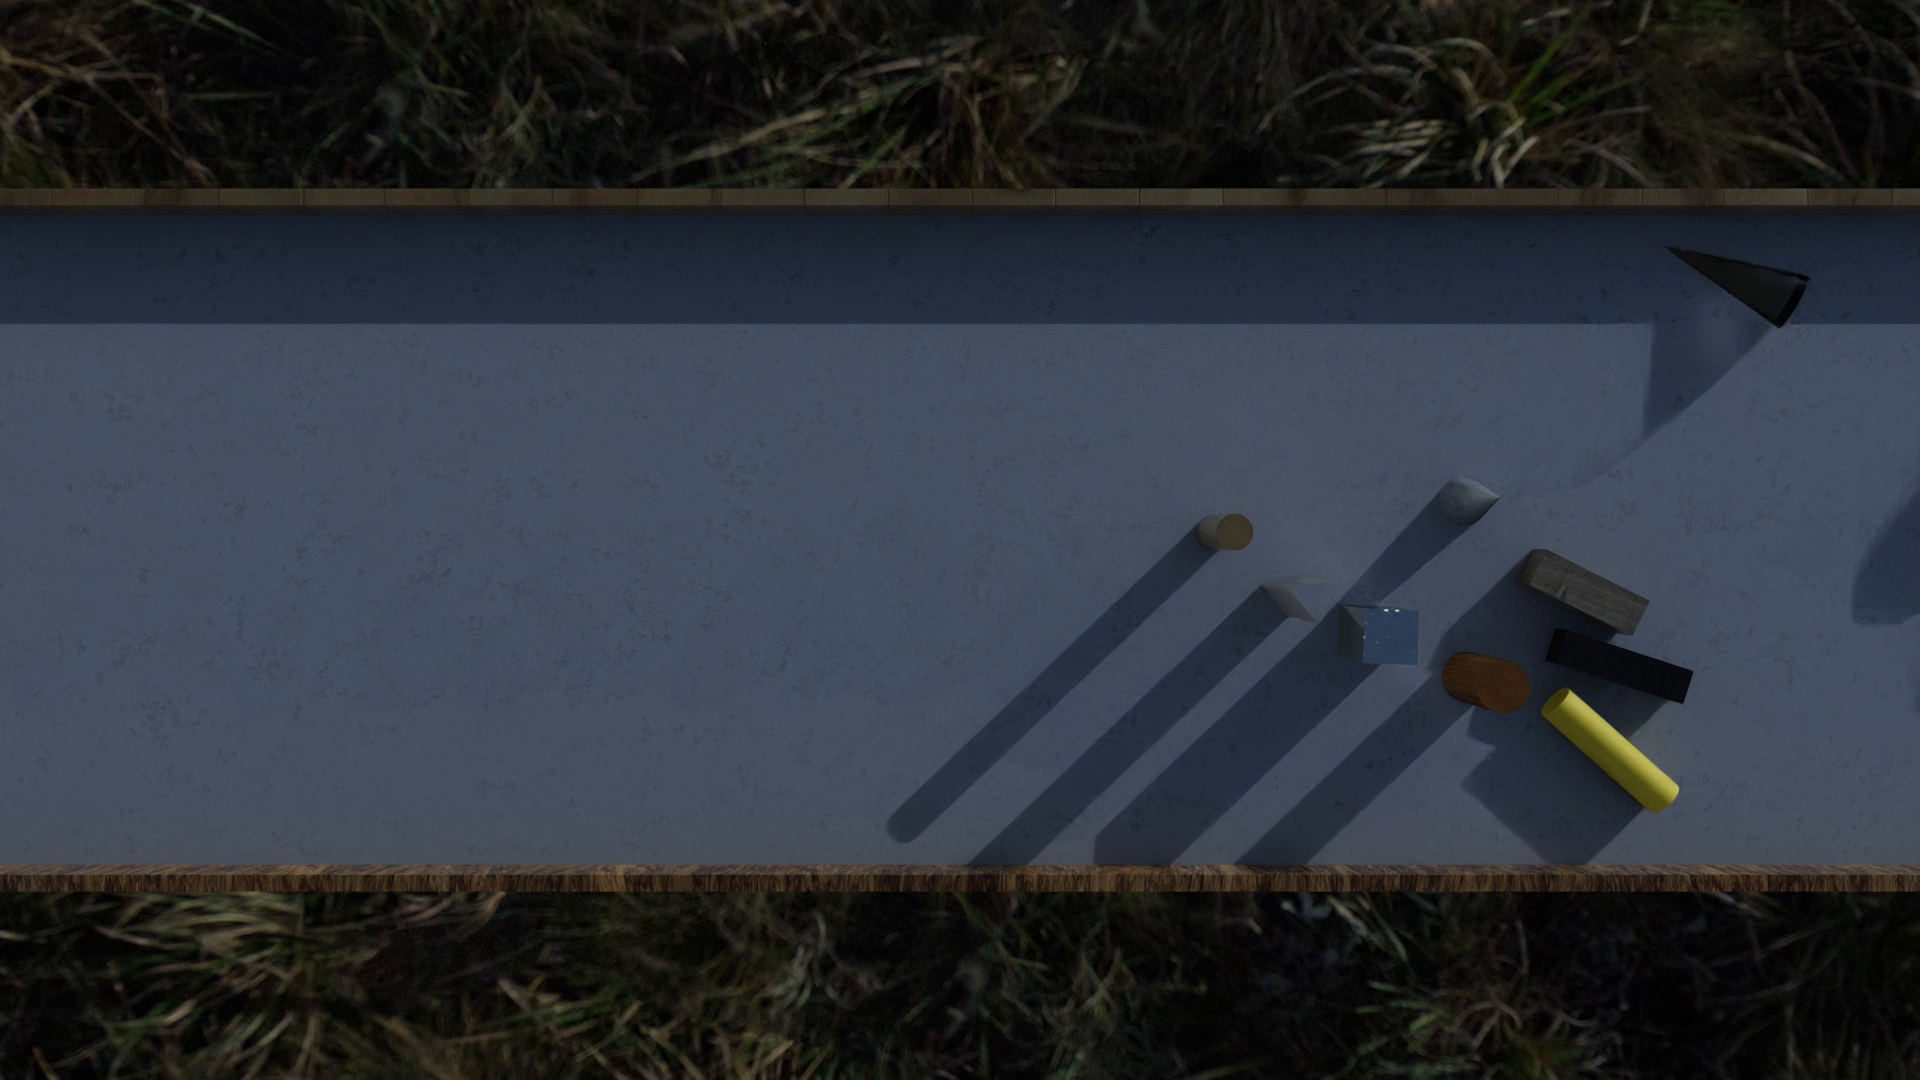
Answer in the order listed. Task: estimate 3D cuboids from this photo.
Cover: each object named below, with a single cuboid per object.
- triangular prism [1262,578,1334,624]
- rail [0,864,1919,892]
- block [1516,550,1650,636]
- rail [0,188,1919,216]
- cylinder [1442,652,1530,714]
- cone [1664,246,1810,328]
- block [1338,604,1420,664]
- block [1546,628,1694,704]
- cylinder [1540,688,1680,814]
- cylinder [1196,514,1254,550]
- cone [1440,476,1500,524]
[{"bbox_3d":[1.012,0.150,4.858,0.110,0.437,0.127,-40,90,0],"label":"triangular prism"},{"bbox_3d":[-2.247,1.025,5.001,12.000,0.150,0.050,0,90,0],"label":"rail"},{"bbox_3d":[1.892,0.158,5.017,0.347,0.118,0.118,26,90,0],"label":"block"},{"bbox_3d":[-2.247,-1.025,5.002,12.000,0.150,0.050,0,90,0],"label":"rail"},{"bbox_3d":[1.560,0.421,4.906,0.154,0.342,0.154,0,90,0],"label":"cylinder"},{"bbox_3d":[2.342,-0.813,5.034,0.416,0.171,0.171,27,90,12],"label":"cone"},{"bbox_3d":[1.243,0.279,4.917,0.158,0.319,0.158,2,90,0],"label":"block"},{"bbox_3d":[2.006,0.383,5.024,0.399,0.105,0.105,18,90,0],"label":"block"},{"bbox_3d":[1.977,0.639,5.019,0.445,0.114,0.114,42,90,0],"label":"cylinder"},{"bbox_3d":[0.779,-0.022,4.875,0.104,0.403,0.104,0,90,0],"label":"cylinder"},{"bbox_3d":[1.553,-0.122,4.908,0.152,0.337,0.152,0,90,0],"label":"cone"}]
